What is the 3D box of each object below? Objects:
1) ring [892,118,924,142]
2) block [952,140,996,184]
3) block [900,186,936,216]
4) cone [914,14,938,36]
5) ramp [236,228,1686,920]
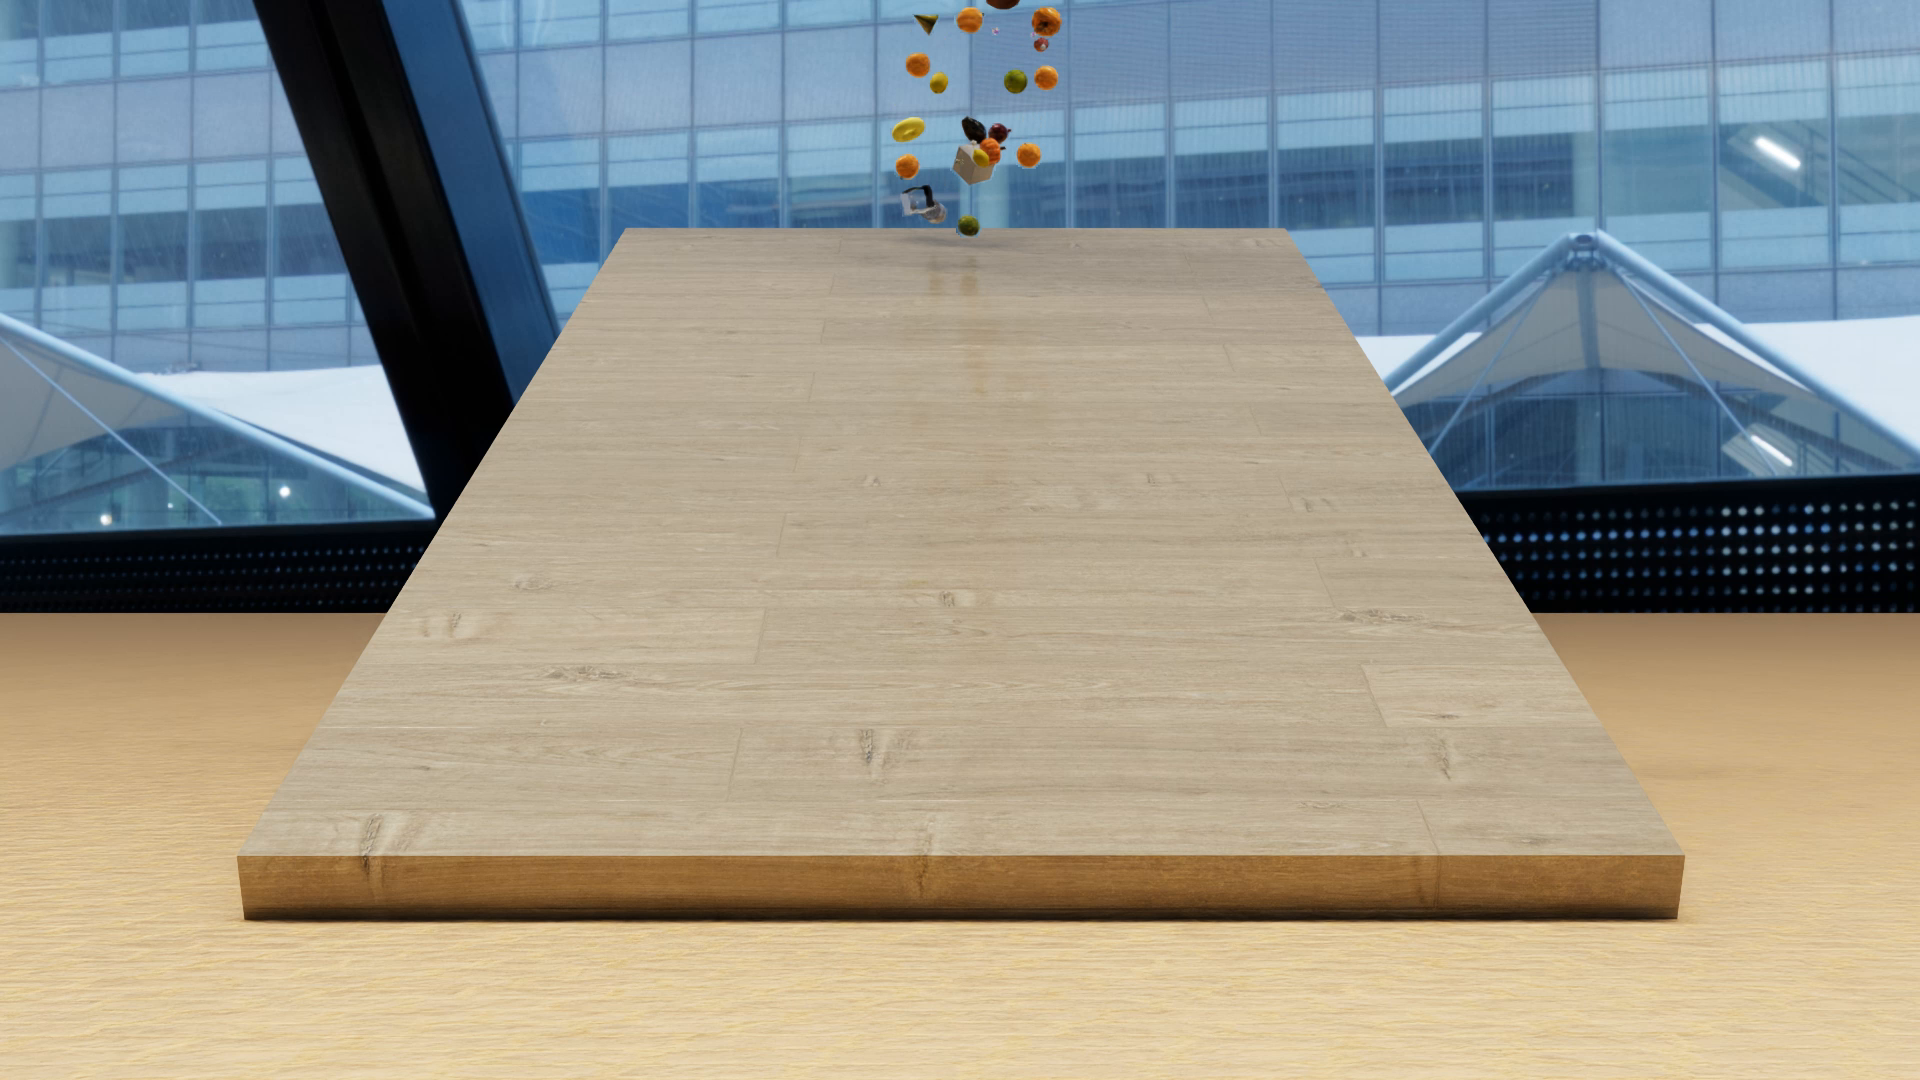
[{"bbox_3d":[-0.145,-1.154,6.388,0.098,0.033,0.098,-22,-15,-6],"label":"ring"},{"bbox_3d":[0.043,-1.117,6.719,0.083,0.083,0.083,-22,56,-35],"label":"block"},{"bbox_3d":[-0.121,-0.967,6.462,0.064,0.064,0.064,-11,-2,-36],"label":"block"},{"bbox_3d":[-0.105,-1.489,6.498,0.066,0.066,0.066,24,-6,-9],"label":"cone"},{"bbox_3d":[-0.005,-0.209,5.027,2.000,0.100,4.000,0,20,0],"label":"ramp"}]
